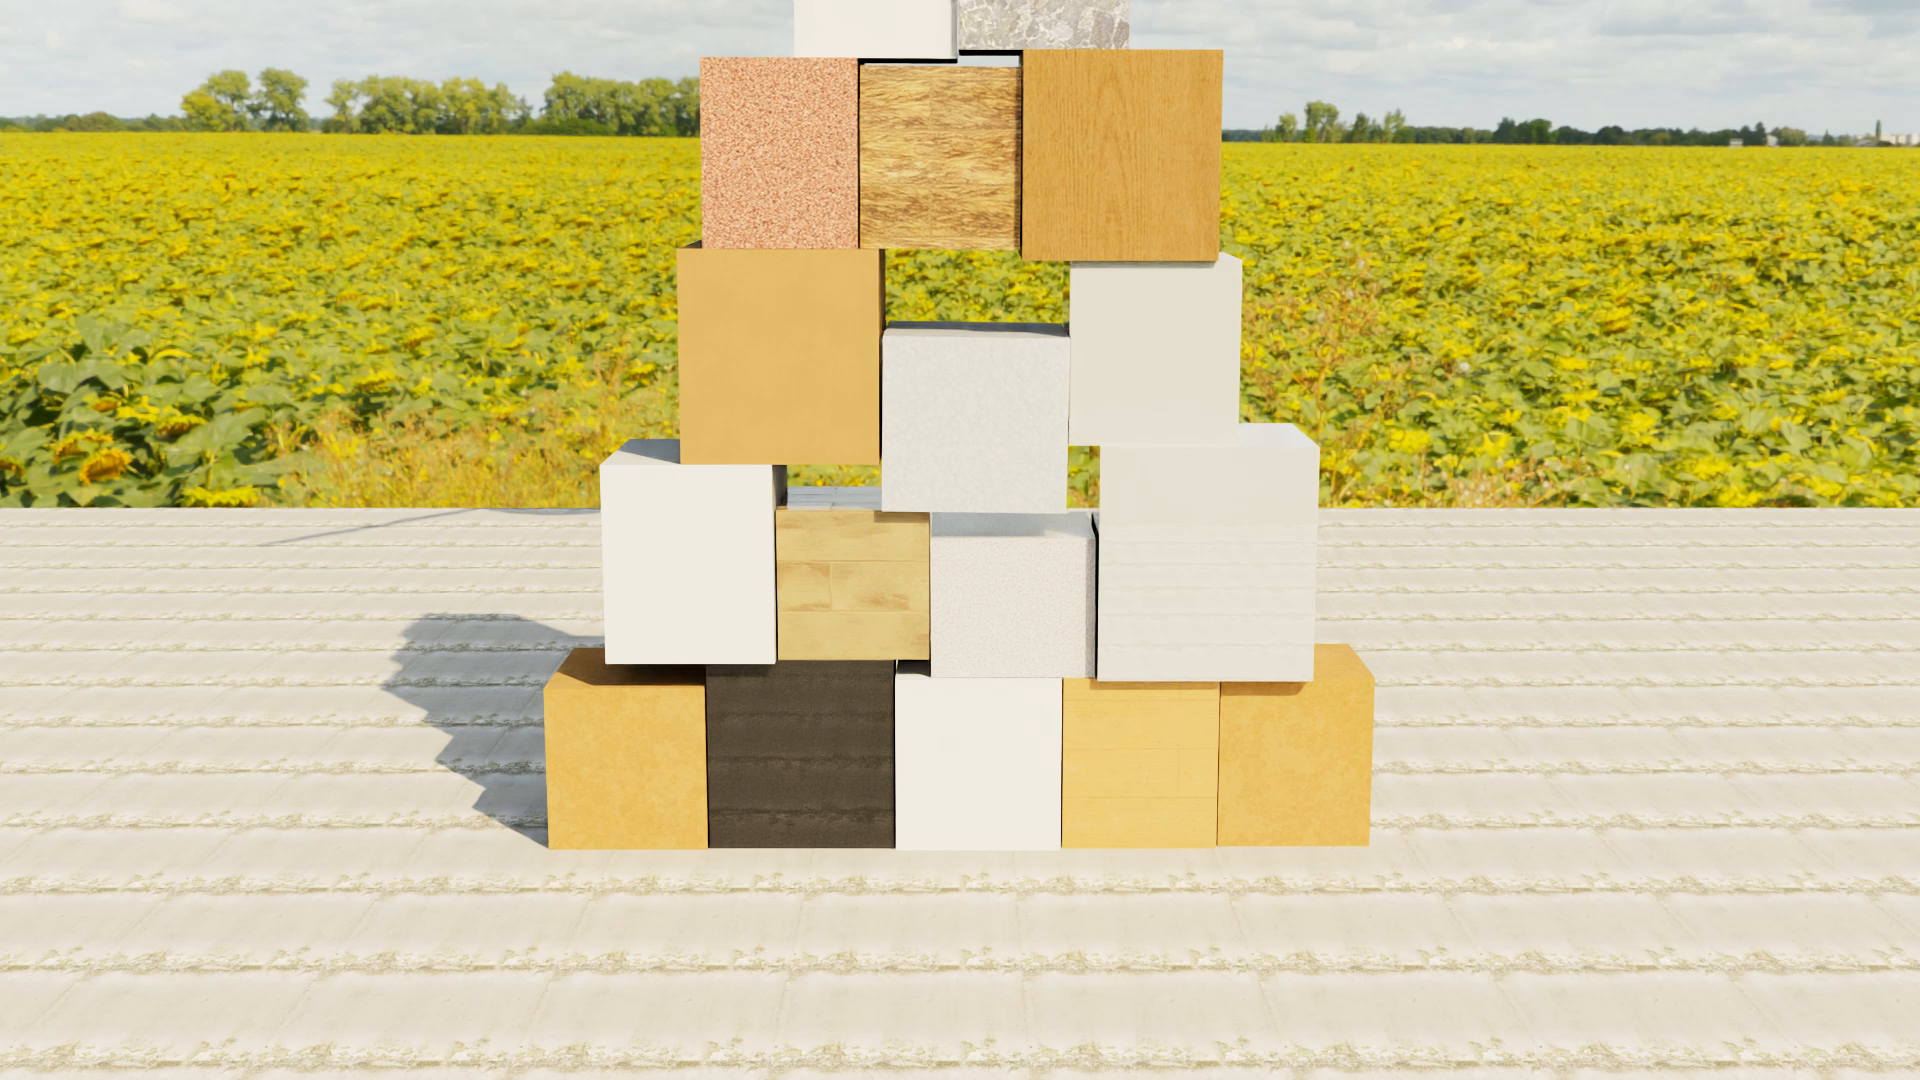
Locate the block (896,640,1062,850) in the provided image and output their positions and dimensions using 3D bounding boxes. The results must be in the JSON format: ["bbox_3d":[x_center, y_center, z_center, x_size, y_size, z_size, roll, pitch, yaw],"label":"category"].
[{"bbox_3d":[0.092,1.045,11.374,0.823,0.873,0.889,0,10,0],"label":"block"}]

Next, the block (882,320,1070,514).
[{"bbox_3d":[0.074,-0.635,11.076,0.898,0.852,0.914,1,10,0],"label":"block"}]

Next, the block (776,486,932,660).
[{"bbox_3d":[-0.526,0.155,11.193,0.748,0.749,0.748,0,10,0],"label":"block"}]

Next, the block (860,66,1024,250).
[{"bbox_3d":[-0.090,-1.884,10.841,0.768,0.860,0.768,1,10,0],"label":"block"}]

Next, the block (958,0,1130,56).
[{"bbox_3d":[0.394,-2.785,10.658,0.801,0.828,0.814,0,10,0],"label":"block"}]

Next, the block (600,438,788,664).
[{"bbox_3d":[-1.325,0.038,11.175,0.830,0.985,0.950,0,10,0],"label":"block"}]

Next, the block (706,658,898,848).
[{"bbox_3d":[-0.793,1.001,11.349,0.926,0.970,0.802,0,10,0],"label":"block"}]

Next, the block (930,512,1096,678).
[{"bbox_3d":[0.261,0.267,11.241,0.810,0.701,0.793,0,10,0],"label":"block"}]

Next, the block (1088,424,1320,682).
[{"bbox_3d":[1.210,0.041,11.190,1.061,1.163,0.924,0,10,0],"label":"block"}]

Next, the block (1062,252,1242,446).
[{"bbox_3d":[0.941,-0.968,10.986,0.824,0.894,0.765,0,10,0],"label":"block"}]

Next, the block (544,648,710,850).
[{"bbox_3d":[-1.663,1.064,11.390,0.795,0.831,0.891,0,10,0],"label":"block"}]

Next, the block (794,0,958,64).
[{"bbox_3d":[-0.394,-2.786,10.693,0.771,0.892,0.773,0,10,0],"label":"block"}]

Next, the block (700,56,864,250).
[{"bbox_3d":[-0.857,-1.906,10.838,0.741,0.894,0.850,0,10,0],"label":"block"}]

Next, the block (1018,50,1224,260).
[{"bbox_3d":[0.767,-1.896,10.834,0.938,0.985,0.868,0,10,0],"label":"block"}]

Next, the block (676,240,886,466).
[{"bbox_3d":[-0.869,-0.960,11.024,0.960,1.034,0.974,0,10,0],"label":"block"}]

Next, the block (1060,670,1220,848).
[{"bbox_3d":[0.900,1.042,11.387,0.773,0.877,0.855,0,10,0],"label":"block"}]

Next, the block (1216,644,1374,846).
[{"bbox_3d":[1.679,1.046,11.369,0.764,0.874,0.753,0,10,0],"label":"block"}]
